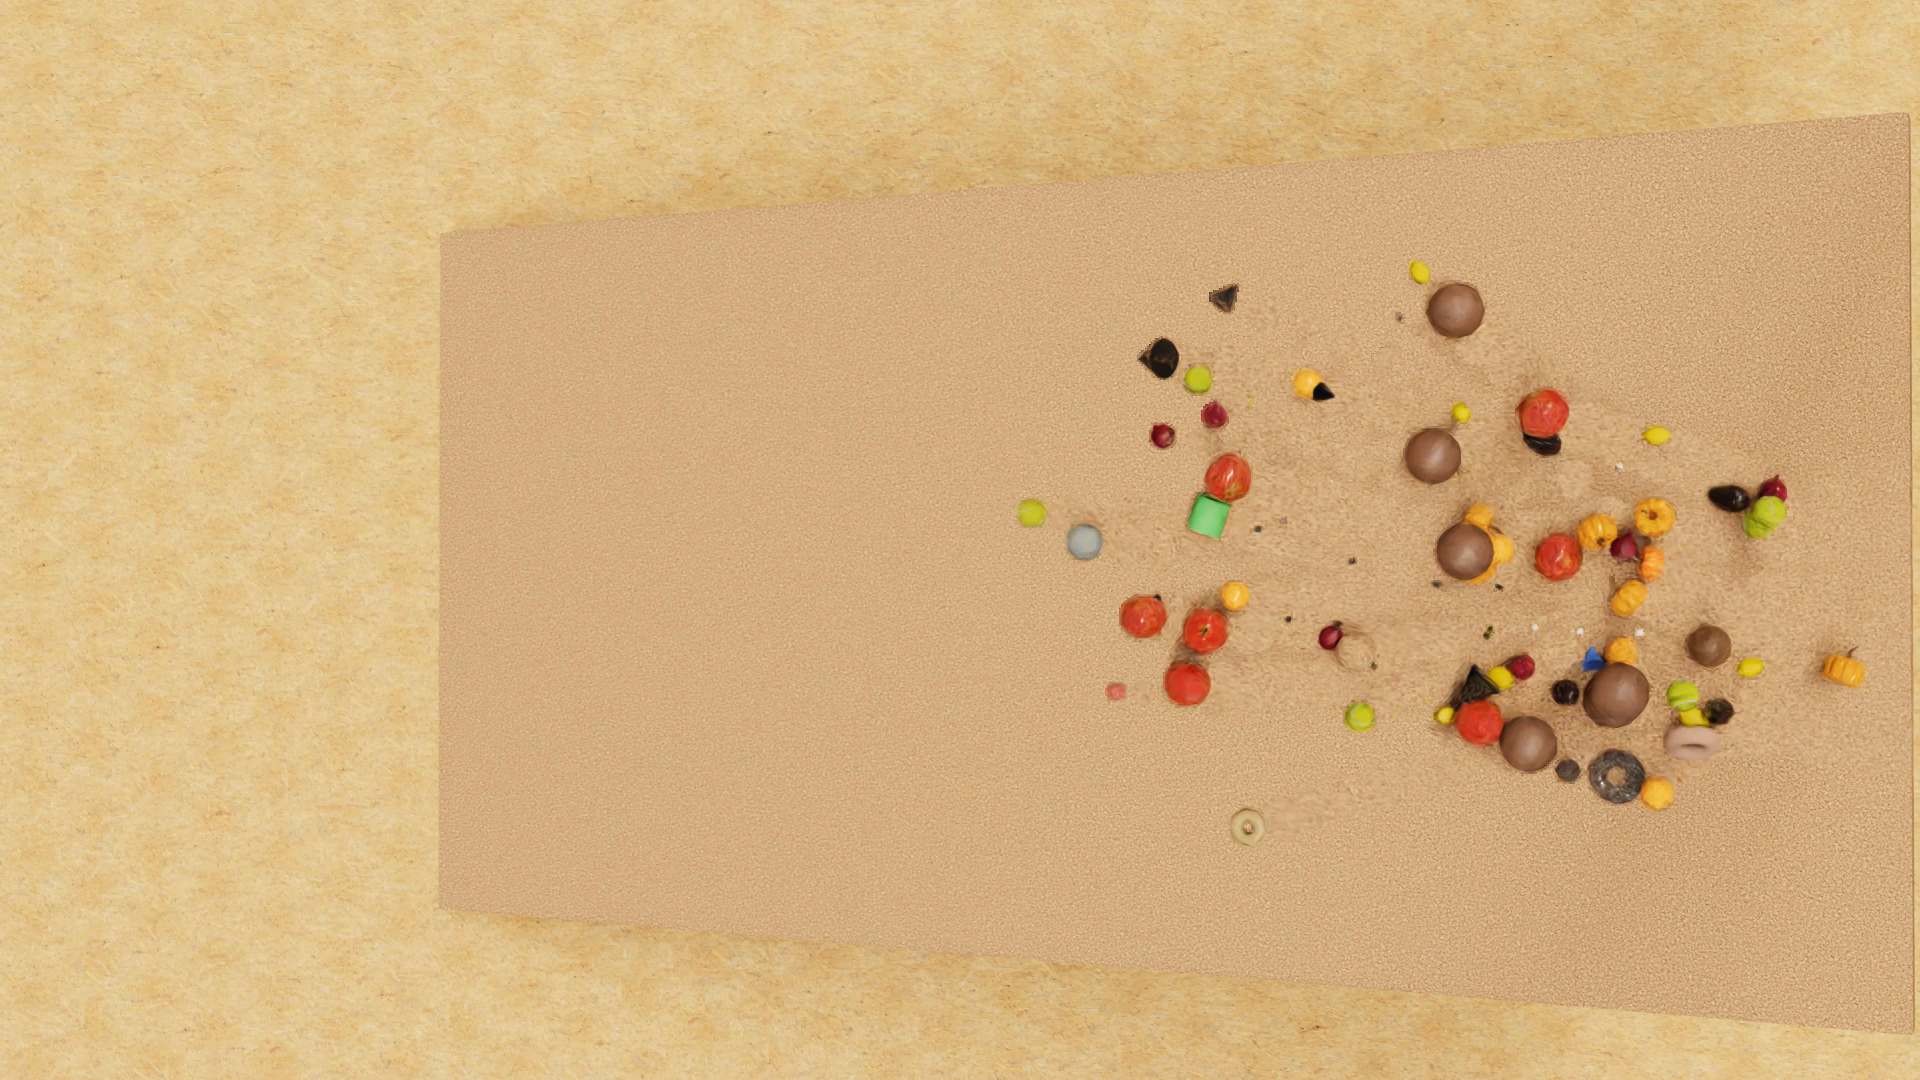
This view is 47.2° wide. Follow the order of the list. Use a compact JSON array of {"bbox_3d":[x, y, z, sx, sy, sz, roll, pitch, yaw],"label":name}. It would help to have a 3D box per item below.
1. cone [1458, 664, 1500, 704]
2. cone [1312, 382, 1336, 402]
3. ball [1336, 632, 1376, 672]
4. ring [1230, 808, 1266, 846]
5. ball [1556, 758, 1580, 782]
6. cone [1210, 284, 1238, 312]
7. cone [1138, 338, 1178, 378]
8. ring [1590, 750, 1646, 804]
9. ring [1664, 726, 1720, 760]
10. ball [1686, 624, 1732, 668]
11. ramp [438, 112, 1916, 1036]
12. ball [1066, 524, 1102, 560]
[{"bbox_3d":[1.182,0.350,5.078,0.093,0.093,0.093,45,105,0],"label":"cone"},{"bbox_3d":[0.883,-0.349,5.276,0.050,0.050,0.050,-18,118,-36],"label":"cone"},{"bbox_3d":[0.942,0.266,5.240,0.094,0.094,0.094,0,89,0],"label":"ball"},{"bbox_3d":[0.707,0.704,5.393,0.090,0.030,0.090,0,89,25],"label":"ring"},{"bbox_3d":[1.396,0.529,5.047,0.055,0.055,0.055,0,89,0],"label":"ball"},{"bbox_3d":[0.663,-0.606,5.423,0.066,0.066,0.066,40,85,0],"label":"cone"},{"bbox_3d":[0.478,-0.454,5.508,0.098,0.098,0.098,-3,96,-38],"label":"cone"},{"bbox_3d":[1.496,0.539,5.006,0.124,0.041,0.124,0,90,27],"label":"ring"},{"bbox_3d":[1.632,0.453,4.904,0.122,0.122,0.041,9,58,0],"label":"ring"},{"bbox_3d":[1.669,0.236,4.895,0.096,0.096,0.096,0,89,0],"label":"ball"},{"bbox_3d":[0.281,0.081,5.679,4.000,0.100,2.000,0,89,26],"label":"ramp"},{"bbox_3d":[0.314,0.005,5.557,0.091,0.091,0.091,0,89,0],"label":"ball"}]
